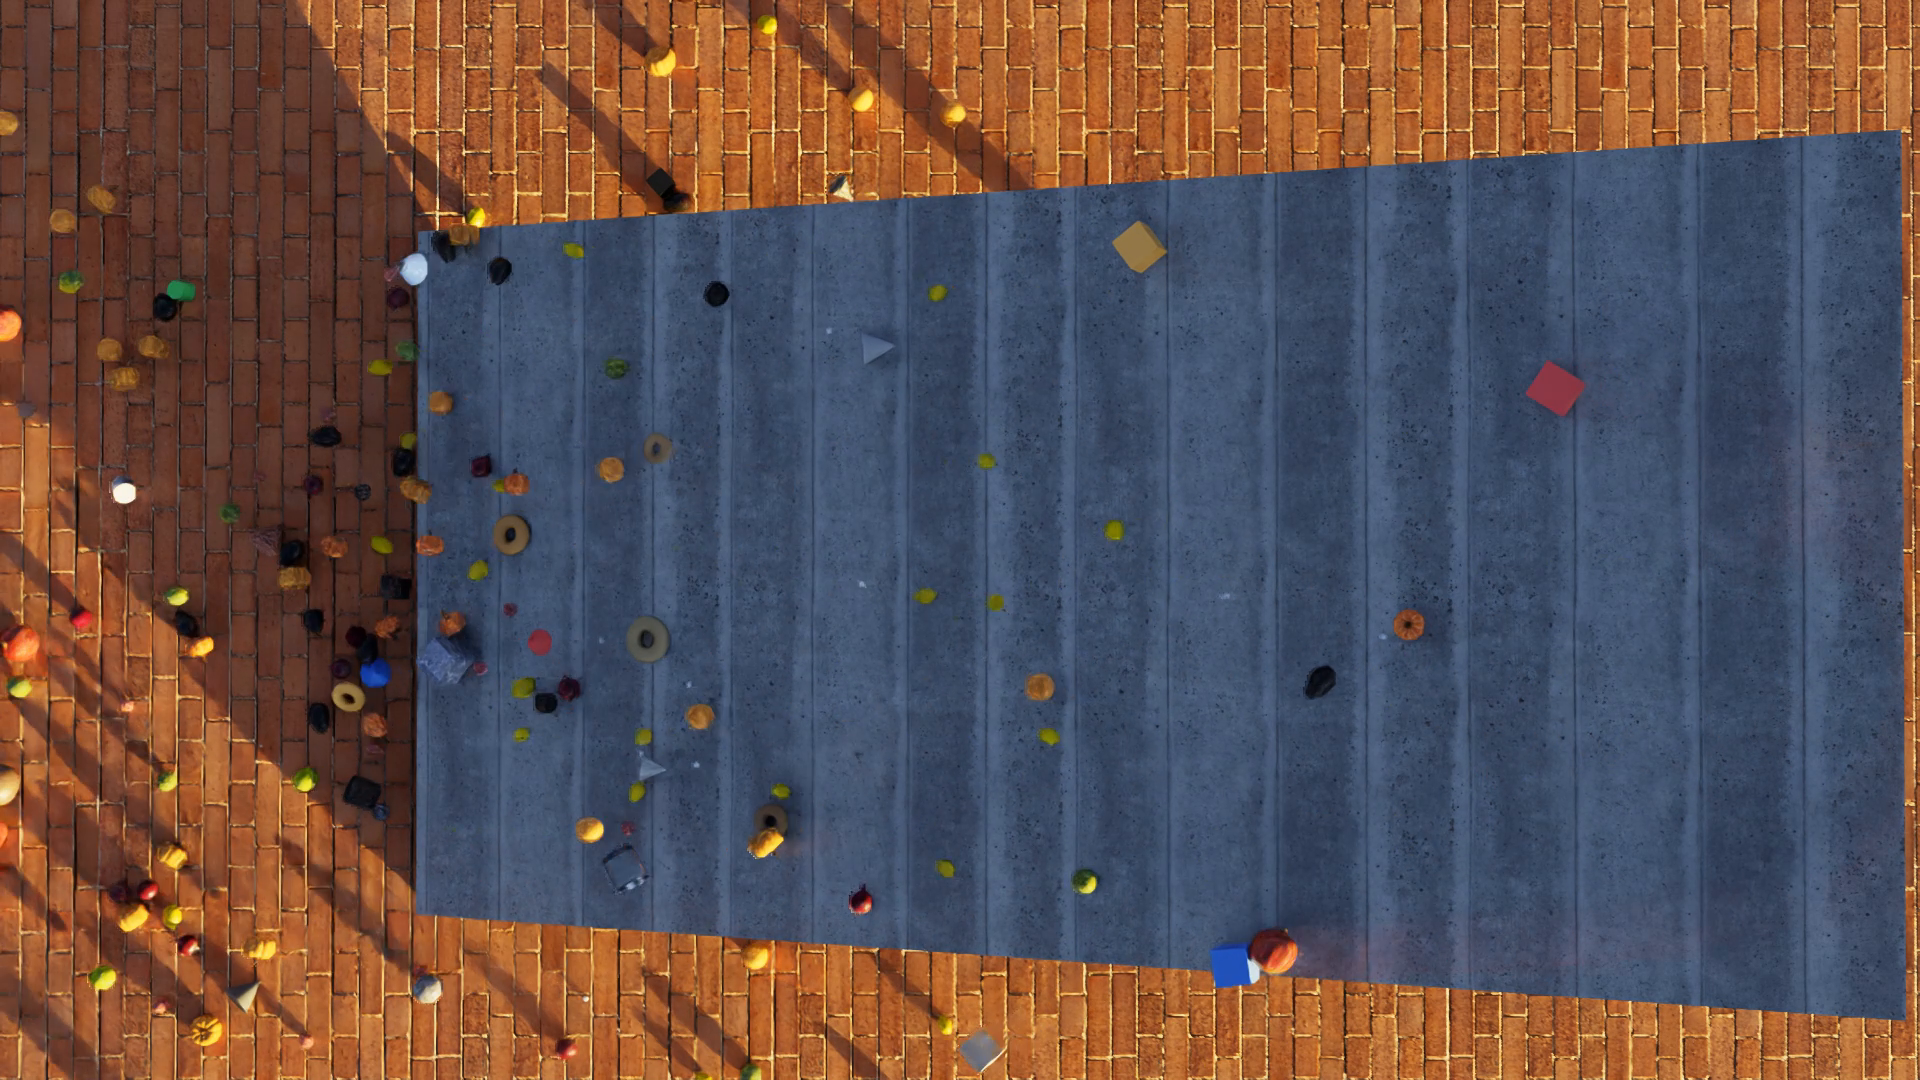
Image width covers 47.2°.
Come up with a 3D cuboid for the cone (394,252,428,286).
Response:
[{"bbox_3d":[-1.620,-0.795,6.410,0.095,0.095,0.095,0,89,24],"label":"cone"}]

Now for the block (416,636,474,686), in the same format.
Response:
[{"bbox_3d":[-1.485,0.348,6.338,0.098,0.098,0.098,44,105,17],"label":"block"}]

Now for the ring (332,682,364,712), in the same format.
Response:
[{"bbox_3d":[-1.805,0.463,6.490,0.100,0.033,0.100,4,122,6],"label":"ring"}]

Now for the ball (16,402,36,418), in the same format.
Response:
[{"bbox_3d":[-2.765,-0.385,6.510,0.050,0.050,0.050,0,89,0],"label":"ball"}]

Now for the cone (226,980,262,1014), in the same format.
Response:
[{"bbox_3d":[-2.100,1.333,6.493,0.093,0.093,0.093,-41,89,-27],"label":"cone"}]

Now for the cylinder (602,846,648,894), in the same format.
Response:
[{"bbox_3d":[-0.929,0.913,6.100,0.096,0.096,0.096,-30,72,0],"label":"cylinder"}]

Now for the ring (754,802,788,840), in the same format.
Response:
[{"bbox_3d":[-0.513,0.764,5.973,0.098,0.033,0.098,-2,85,19],"label":"ring"}]

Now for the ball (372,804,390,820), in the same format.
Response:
[{"bbox_3d":[-1.709,0.803,6.496,0.050,0.050,0.050,0,89,0],"label":"ball"}]

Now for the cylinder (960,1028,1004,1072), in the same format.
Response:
[{"bbox_3d":[0.060,1.419,6.124,0.087,0.087,0.087,-43,76,0],"label":"cylinder"}]

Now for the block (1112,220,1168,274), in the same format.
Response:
[{"bbox_3d":[0.455,-0.742,5.571,0.087,0.087,0.087,-38,76,17],"label":"block"}]

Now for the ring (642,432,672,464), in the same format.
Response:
[{"bbox_3d":[-0.843,-0.254,6.123,0.088,0.029,0.088,0,91,22],"label":"ring"}]

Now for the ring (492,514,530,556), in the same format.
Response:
[{"bbox_3d":[-1.285,-0.015,6.294,0.117,0.039,0.117,-1,88,22],"label":"ring"}]

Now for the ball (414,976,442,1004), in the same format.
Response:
[{"bbox_3d":[-1.566,1.322,6.473,0.081,0.081,0.081,0,89,0],"label":"ball"}]

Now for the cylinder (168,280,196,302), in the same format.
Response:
[{"bbox_3d":[-2.302,-0.736,6.503,0.057,0.057,0.057,0,90,21],"label":"cylinder"}]

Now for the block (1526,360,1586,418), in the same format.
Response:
[{"bbox_3d":[1.403,-0.355,5.178,0.094,0.094,0.094,36,102,19],"label":"block"}]

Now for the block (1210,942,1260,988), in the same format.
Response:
[{"bbox_3d":[0.683,1.053,5.454,0.091,0.091,0.091,-9,86,22],"label":"block"}]

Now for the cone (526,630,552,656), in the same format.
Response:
[{"bbox_3d":[-1.210,0.293,6.240,0.075,0.075,0.075,0,89,22],"label":"cone"}]

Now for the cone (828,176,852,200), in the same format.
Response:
[{"bbox_3d":[-0.318,-0.961,6.078,0.065,0.065,0.065,-47,123,-1],"label":"cone"}]

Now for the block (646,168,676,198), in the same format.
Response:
[{"bbox_3d":[-0.884,-1.058,6.514,0.060,0.060,0.060,-43,89,0],"label":"block"}]

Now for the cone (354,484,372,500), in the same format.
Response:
[{"bbox_3d":[-1.775,-0.142,6.507,0.051,0.051,0.051,0,89,0],"label":"cone"}]

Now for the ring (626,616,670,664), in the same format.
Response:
[{"bbox_3d":[-0.869,0.277,6.119,0.134,0.045,0.134,0,89,24],"label":"ring"}]

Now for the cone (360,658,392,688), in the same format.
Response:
[{"bbox_3d":[-1.718,0.392,6.470,0.090,0.090,0.090,1,87,-15],"label":"cone"}]

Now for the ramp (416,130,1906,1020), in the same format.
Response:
[{"bbox_3d":[0.283,0.086,5.732,4.000,0.100,2.000,0,89,22],"label":"ramp"}]

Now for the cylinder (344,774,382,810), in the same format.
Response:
[{"bbox_3d":[-1.759,0.744,6.480,0.083,0.083,0.083,19,89,0],"label":"cylinder"}]

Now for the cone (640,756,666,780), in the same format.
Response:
[{"bbox_3d":[-0.851,0.637,6.113,0.072,0.072,0.072,5,89,-4],"label":"cone"}]

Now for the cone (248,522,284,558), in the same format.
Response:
[{"bbox_3d":[-2.032,-0.018,6.509,0.099,0.099,0.099,33,63,0],"label":"cone"}]

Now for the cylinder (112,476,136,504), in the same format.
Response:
[{"bbox_3d":[-2.456,-0.149,6.460,0.063,0.063,0.063,-11,119,-21],"label":"cylinder"}]

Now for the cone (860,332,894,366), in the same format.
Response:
[{"bbox_3d":[-0.215,-0.514,5.865,0.092,0.092,0.092,-6,89,-5],"label":"cone"}]

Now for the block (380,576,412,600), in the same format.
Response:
[{"bbox_3d":[-1.653,0.139,6.438,0.060,0.060,0.060,14,97,30],"label":"block"}]
